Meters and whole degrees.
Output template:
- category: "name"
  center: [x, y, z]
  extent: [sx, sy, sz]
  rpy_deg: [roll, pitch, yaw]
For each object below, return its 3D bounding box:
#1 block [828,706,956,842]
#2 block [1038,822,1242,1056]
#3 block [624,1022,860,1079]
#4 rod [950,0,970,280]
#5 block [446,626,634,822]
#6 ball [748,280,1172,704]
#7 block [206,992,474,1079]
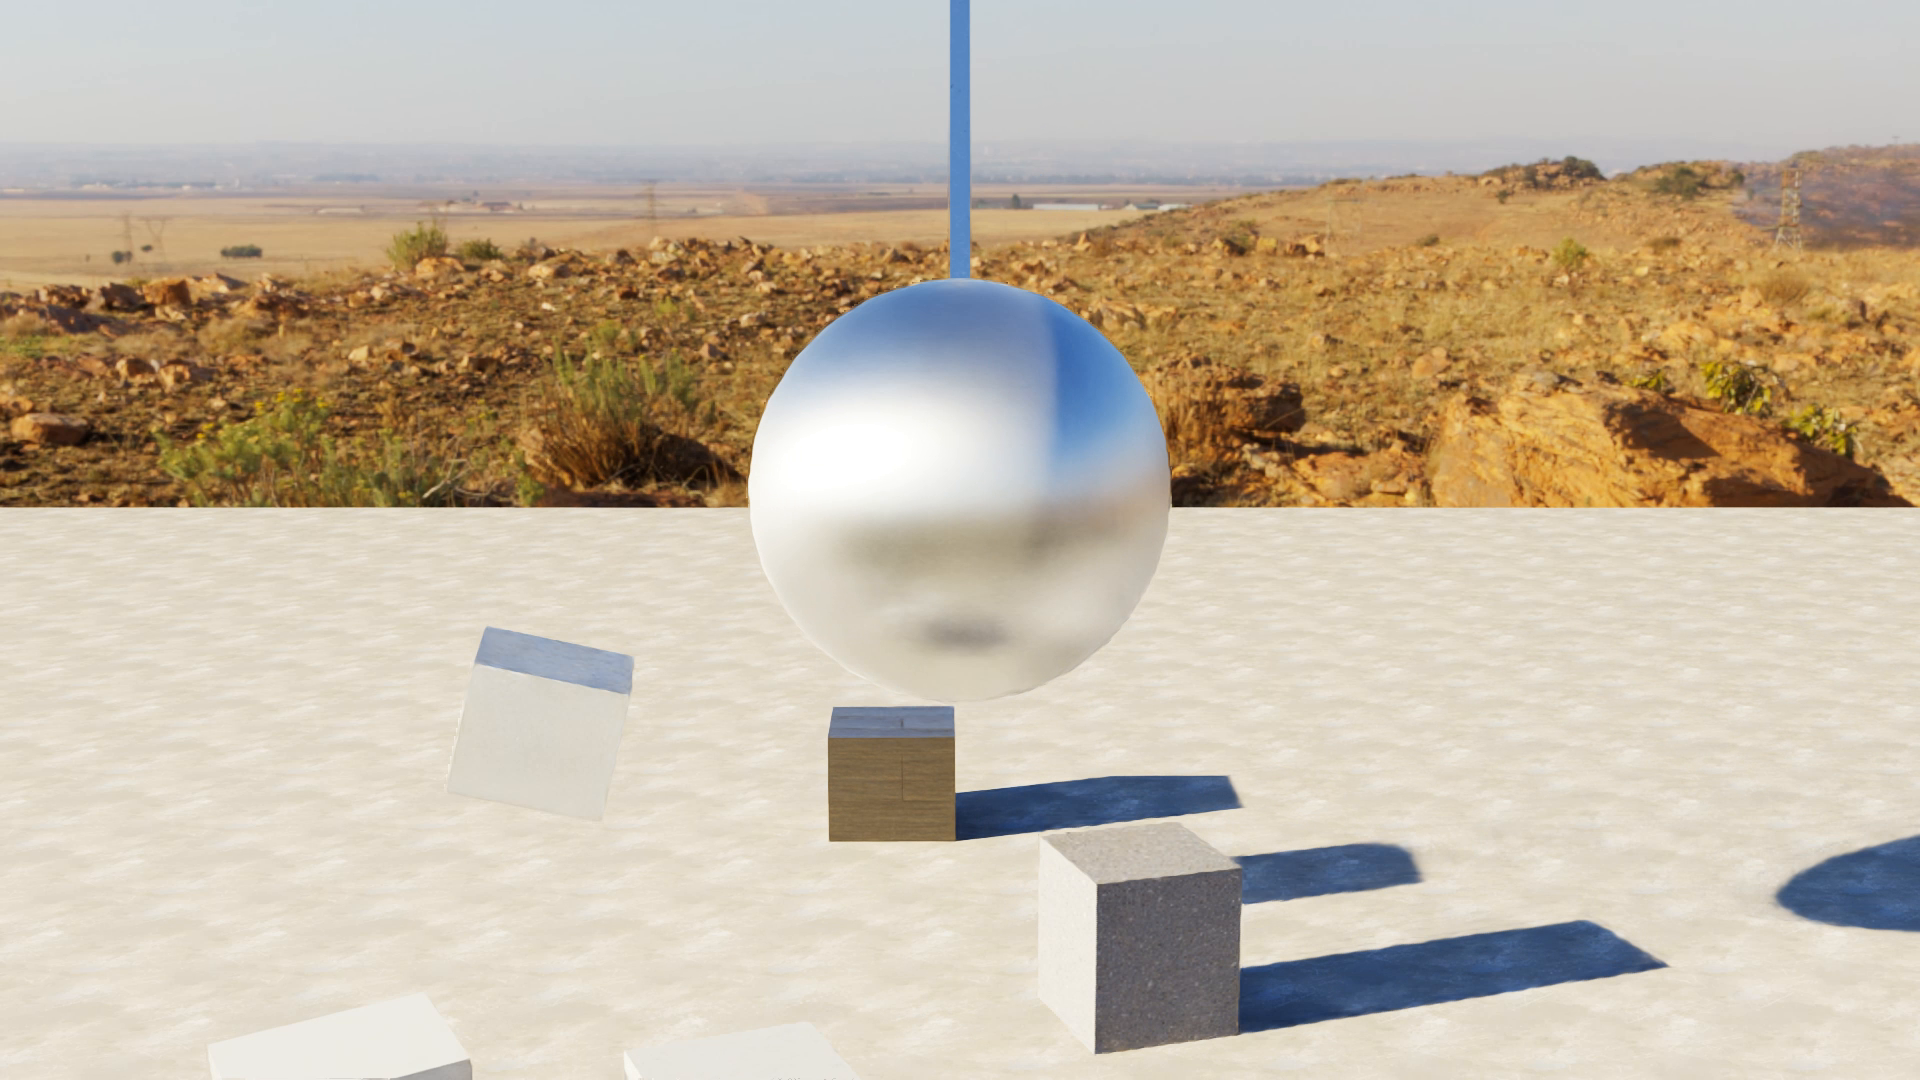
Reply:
- category: "block"
  center: [-0.348, 1.207, 11.402]
  extent: [0.642, 0.546, 0.613]
  rpy_deg: [0, 10, -1]
- category: "block"
  center: [0.716, 1.590, 8.873]
  extent: [0.615, 0.696, 0.625]
  rpy_deg: [-3, 11, -18]
- category: "block"
  center: [-0.688, 1.976, 7.066]
  extent: [0.635, 0.583, 0.590]
  rpy_deg: [-4, 11, -22]
- category: "rod"
  center: [0.000, -3.433, 9.340]
  extent: [0.080, 5.200, 0.080]
  rpy_deg: [0, -17, 0]
- category: "block"
  center: [-1.754, 0.767, 9.247]
  extent: [0.643, 0.564, 0.542]
  rpy_deg: [13, 12, -10]
- category: "ball"
  center: [0.000, -0.184, 8.340]
  extent: [1.600, 1.600, 1.600]
  rpy_deg: [0, 10, 0]
- category: "block"
  center: [-1.957, 1.930, 7.044]
  extent: [0.703, 0.631, 0.612]
  rpy_deg: [-10, 14, -26]
